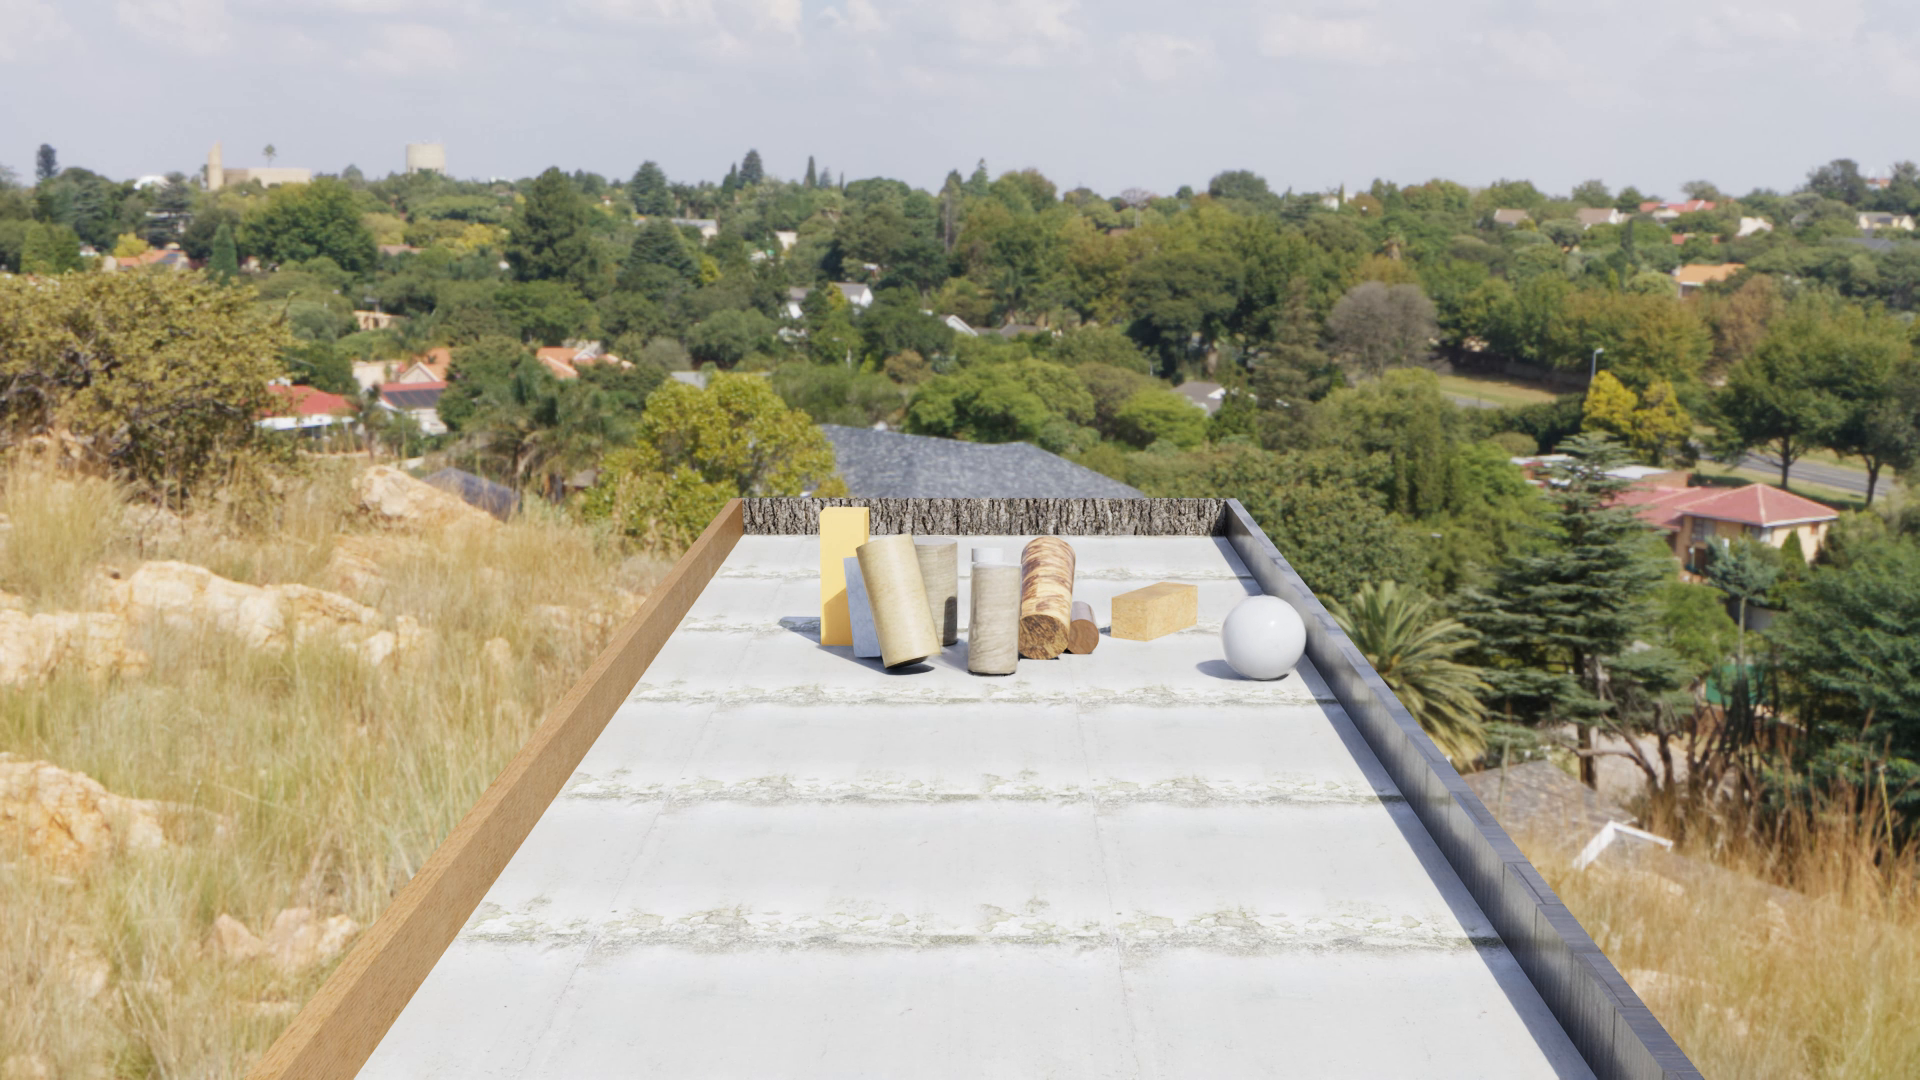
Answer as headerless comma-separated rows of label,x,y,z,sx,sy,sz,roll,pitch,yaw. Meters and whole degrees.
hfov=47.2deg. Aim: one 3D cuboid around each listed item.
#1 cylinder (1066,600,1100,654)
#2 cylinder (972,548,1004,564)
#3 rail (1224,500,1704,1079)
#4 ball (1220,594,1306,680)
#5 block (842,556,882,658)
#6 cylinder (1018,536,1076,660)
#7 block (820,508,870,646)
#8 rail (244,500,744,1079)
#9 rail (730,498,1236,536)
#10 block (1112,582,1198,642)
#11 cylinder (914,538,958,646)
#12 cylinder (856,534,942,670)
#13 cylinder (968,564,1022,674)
cylinder,0.377,0.275,6.924,0.110,0.110,0.314,0,9,1
cylinder,0.086,0.192,6.691,0.102,0.334,0.102,0,-1,0
rail,1.046,0.843,3.208,0.050,0.150,12.000,0,9,1
ball,0.887,0.284,6.430,0.247,0.247,0.247,0,9,0
block,-0.250,0.197,6.731,0.130,0.306,0.130,-8,1,-40
cylinder,0.262,0.177,6.818,0.175,0.175,0.405,1,36,6
block,-0.363,0.114,6.952,0.138,0.419,0.138,1,9,4
rail,-1.004,0.839,3.234,0.050,0.150,12.000,0,9,1
rail,0.099,-0.098,9.147,2.100,0.150,0.050,0,9,1
block,0.633,0.231,7.137,0.131,0.131,0.344,6,11,33
cylinder,-0.090,0.164,6.943,0.165,0.324,0.165,0,9,0
cylinder,-0.183,0.184,6.547,0.175,0.369,0.175,-14,-8,-2
cylinder,0.102,0.232,6.517,0.147,0.309,0.147,2,4,0
